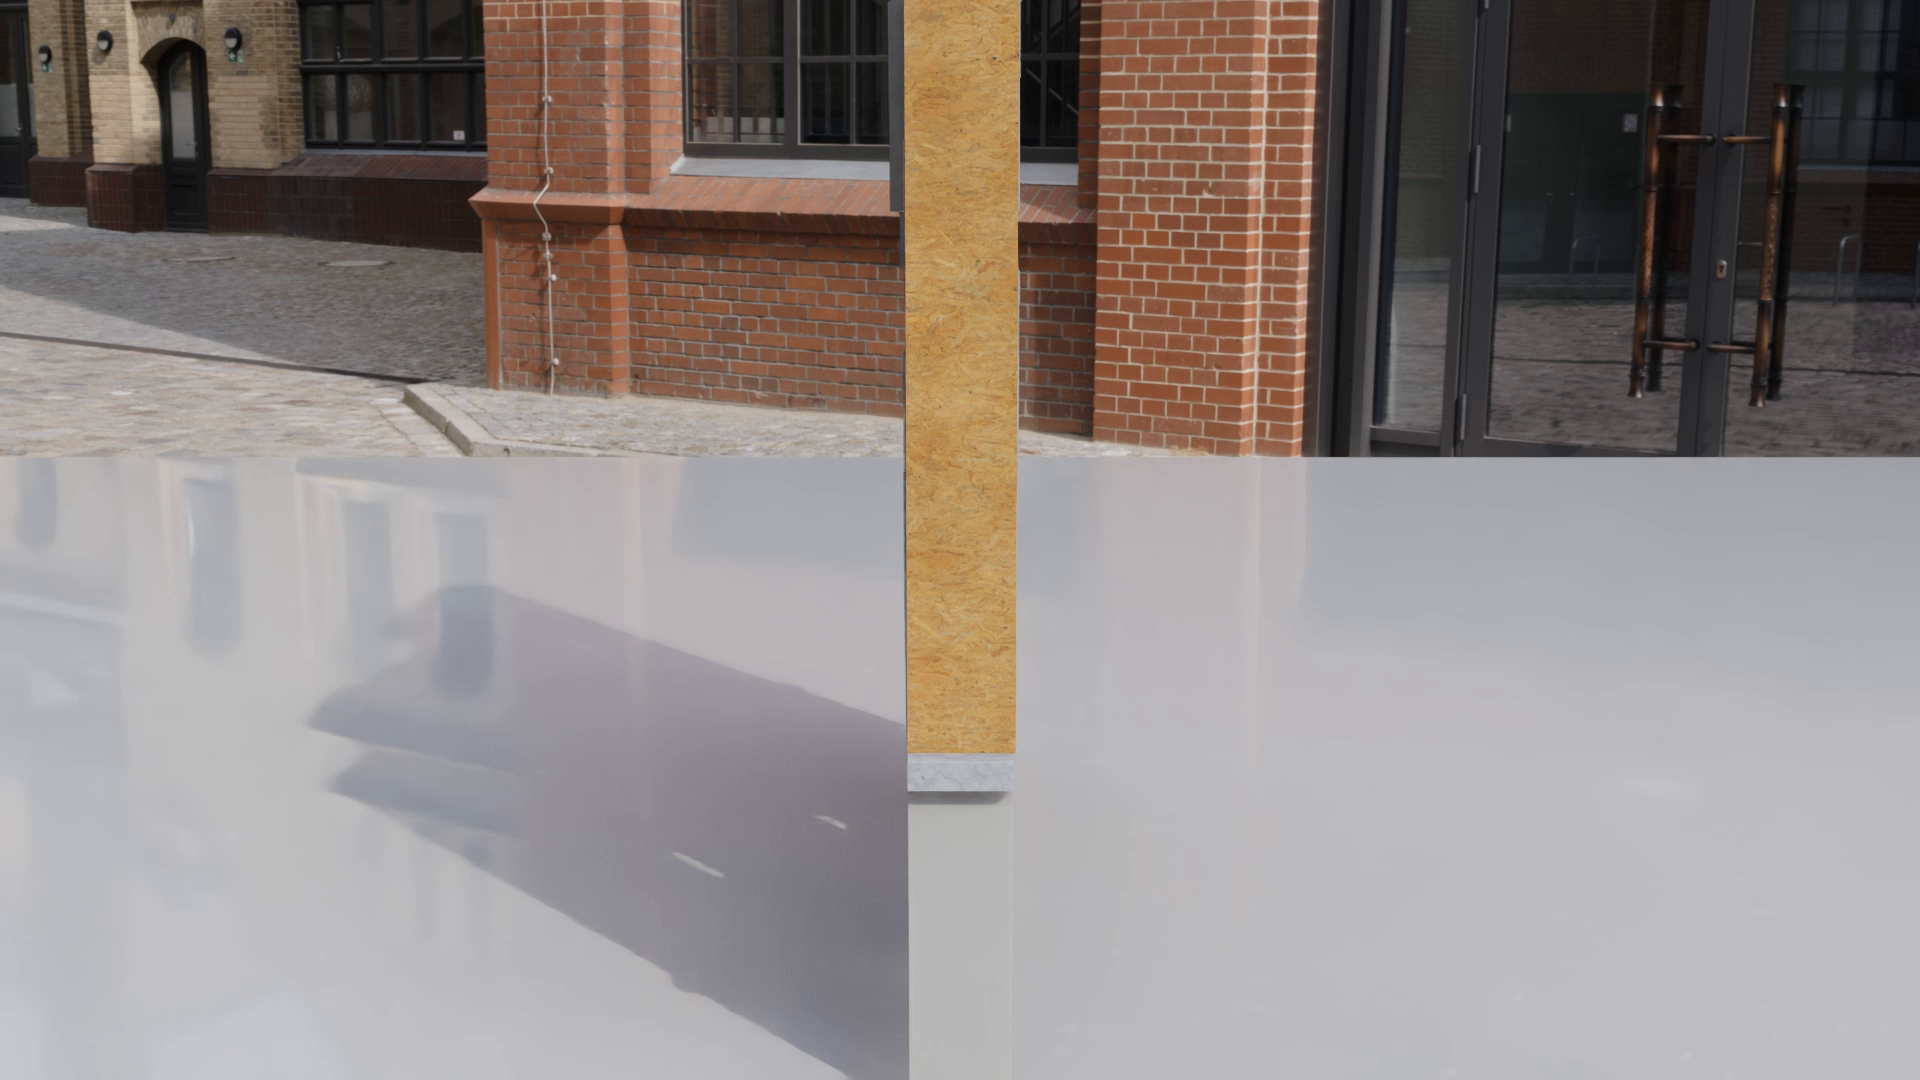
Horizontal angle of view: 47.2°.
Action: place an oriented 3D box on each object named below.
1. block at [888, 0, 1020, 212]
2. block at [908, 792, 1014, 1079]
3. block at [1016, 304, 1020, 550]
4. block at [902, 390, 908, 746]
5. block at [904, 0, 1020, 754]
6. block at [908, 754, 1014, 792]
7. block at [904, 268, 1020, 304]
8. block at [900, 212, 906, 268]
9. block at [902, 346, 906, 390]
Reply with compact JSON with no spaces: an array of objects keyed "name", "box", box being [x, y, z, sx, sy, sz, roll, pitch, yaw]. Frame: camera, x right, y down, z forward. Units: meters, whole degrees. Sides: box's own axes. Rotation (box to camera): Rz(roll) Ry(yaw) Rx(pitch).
[{"name":"block","box":[-0.008,-0.697,2.922,0.174,0.512,0.049,0,10,1]},{"name":"block","box":[0.001,0.522,2.836,0.133,0.438,0.038,0,11,0]},{"name":"block","box":[0.003,-0.178,3.410,0.174,0.384,0.049,0,10,0]},{"name":"block","box":[0.000,0.035,3.009,0.152,0.496,0.043,0,10,1]},{"name":"block","box":[0.002,-0.215,2.715,0.137,0.979,0.039,0,11,0]},{"name":"block","box":[0.001,0.272,2.879,0.133,0.038,0.265,0,11,0]},{"name":"block","box":[0.003,-0.413,3.485,0.174,0.049,0.348,0,11,0]},{"name":"block","box":[-0.003,-0.602,3.387,0.179,0.358,0.051,0,10,0]},{"name":"block","box":[0.000,-0.249,3.060,0.152,0.043,0.304,0,10,1]}]
